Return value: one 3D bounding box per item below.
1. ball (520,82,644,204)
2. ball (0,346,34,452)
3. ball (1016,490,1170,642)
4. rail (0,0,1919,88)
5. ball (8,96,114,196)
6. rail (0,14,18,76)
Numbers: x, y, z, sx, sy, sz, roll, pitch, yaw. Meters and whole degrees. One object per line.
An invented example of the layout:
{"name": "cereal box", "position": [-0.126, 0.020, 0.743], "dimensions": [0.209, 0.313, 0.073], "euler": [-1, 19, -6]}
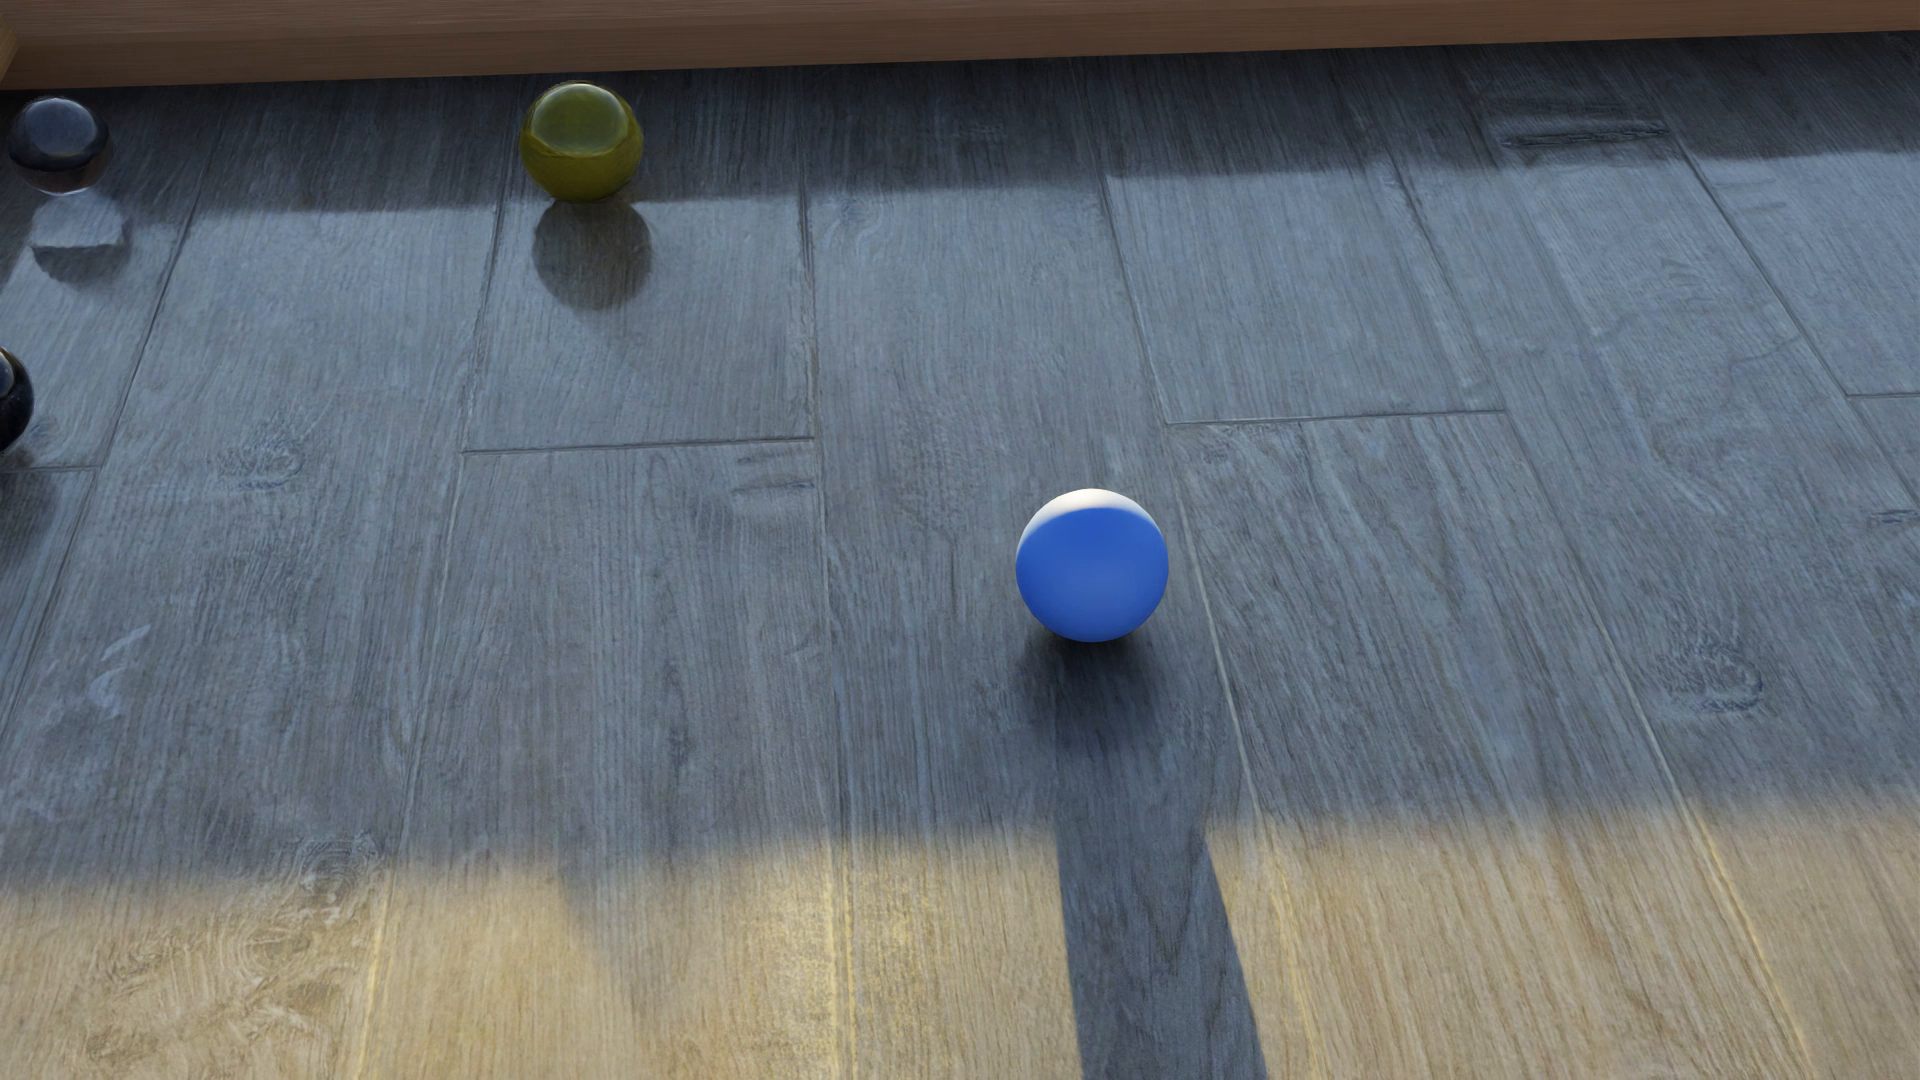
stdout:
{"name": "ball", "position": [-0.308, -0.323, 2.089], "dimensions": [0.099, 0.099, 0.099], "euler": [0, 36, 0]}
{"name": "ball", "position": [-0.692, -0.098, 1.787], "dimensions": [0.087, 0.087, 0.087], "euler": [0, 36, 0]}
{"name": "ball", "position": [0.083, 0.016, 1.619], "dimensions": [0.097, 0.097, 0.097], "euler": [0, 36, 0]}
{"name": "rail", "position": [0.744, -0.509, 2.320], "dimensions": [3.214, 0.129, 0.045], "euler": [-2, 36, -3]}
{"name": "ball", "position": [-0.738, -0.323, 2.104], "dimensions": [0.082, 0.082, 0.082], "euler": [0, 36, 0]}
{"name": "rail", "position": [-0.778, 0.016, 1.591], "dimensions": [0.045, 0.129, 1.617], "euler": [-2, 36, -3]}
